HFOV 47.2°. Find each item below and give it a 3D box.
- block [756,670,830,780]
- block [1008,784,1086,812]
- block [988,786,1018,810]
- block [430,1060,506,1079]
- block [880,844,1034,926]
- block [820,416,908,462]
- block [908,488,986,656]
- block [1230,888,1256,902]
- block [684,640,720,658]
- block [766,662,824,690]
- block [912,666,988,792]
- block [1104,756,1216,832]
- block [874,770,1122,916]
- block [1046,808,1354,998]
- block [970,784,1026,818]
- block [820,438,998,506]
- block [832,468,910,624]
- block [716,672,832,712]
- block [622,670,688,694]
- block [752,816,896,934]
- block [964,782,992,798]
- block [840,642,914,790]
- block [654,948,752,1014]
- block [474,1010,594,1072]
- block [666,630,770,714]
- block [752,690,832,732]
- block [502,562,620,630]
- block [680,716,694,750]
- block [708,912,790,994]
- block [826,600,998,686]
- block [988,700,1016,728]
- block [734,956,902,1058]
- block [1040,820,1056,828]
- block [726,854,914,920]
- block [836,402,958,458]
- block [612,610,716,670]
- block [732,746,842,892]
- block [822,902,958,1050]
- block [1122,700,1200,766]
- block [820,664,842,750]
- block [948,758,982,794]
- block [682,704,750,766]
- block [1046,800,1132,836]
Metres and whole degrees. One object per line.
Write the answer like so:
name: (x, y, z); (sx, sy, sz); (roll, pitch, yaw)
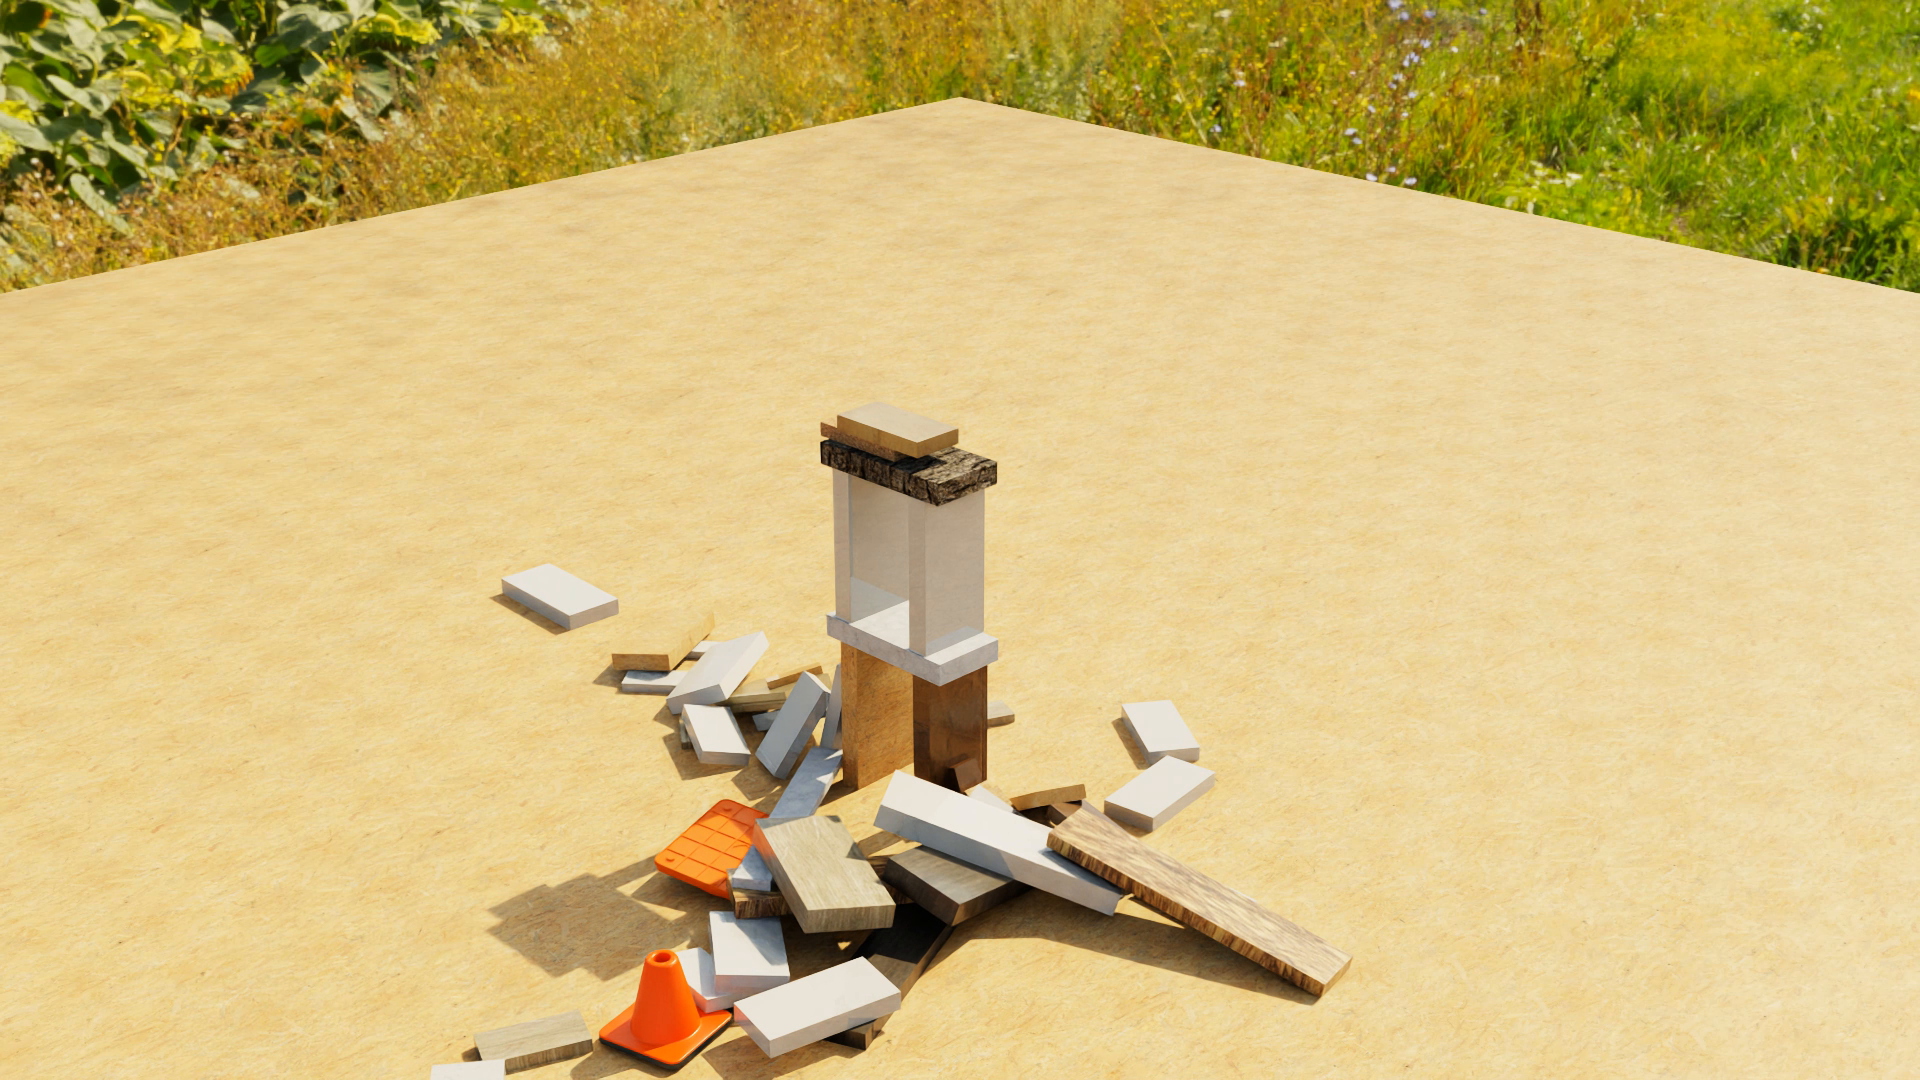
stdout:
block: (-0.347, 0.388, 4.607); (0.029, 0.208, 0.104); (27, 6, -35)
block: (0.169, 0.515, 4.374); (0.102, 0.029, 0.205); (-8, -8, -18)
block: (0.089, 0.550, 4.358); (0.063, 0.018, 0.126); (-24, 65, -42)
block: (-0.796, 0.925, 3.538); (0.118, 0.033, 0.236); (-3, 23, -8)
block: (0.017, 0.617, 4.104); (0.166, 0.047, 0.331); (30, 21, 27)
block: (-0.164, -0.206, 4.305); (0.208, 0.029, 0.104); (21, 30, 40)
block: (-0.025, 0.050, 4.273); (0.046, 0.324, 0.162); (21, 31, 40)
block: (0.446, 0.672, 4.140); (0.203, 0.029, 0.102); (21, 31, 41)
block: (-0.579, 0.257, 5.131); (0.122, 0.017, 0.061); (3, 22, 7)
block: (-0.361, 0.295, 4.785); (0.121, 0.017, 0.061); (-17, 7, -8)
block: (-0.018, 0.397, 4.407); (0.046, 0.327, 0.163); (21, 31, 40)
block: (0.409, 0.517, 4.499); (0.118, 0.033, 0.236); (17, 28, 34)
block: (0.080, 0.569, 4.152); (0.475, 0.047, 0.166); (20, 19, 2)
block: (0.432, 0.658, 4.030); (0.590, 0.032, 0.112); (26, 33, 27)
block: (0.070, 0.540, 4.330); (0.124, 0.018, 0.062); (35, 44, 4)
block: (-0.101, -0.150, 4.271); (0.324, 0.046, 0.162); (21, 31, 40)
block: (-0.177, -0.010, 4.414); (0.162, 0.324, 0.046); (-21, 31, -41)
block: (-0.409, 0.335, 4.803); (0.128, 0.036, 0.256); (-22, 9, -42)
block: (-0.685, 0.320, 4.980); (0.146, 0.021, 0.073); (2, 23, 4)
block: (-0.254, 0.609, 4.040); (0.166, 0.047, 0.331); (0, 22, -23)
block: (0.065, 0.542, 4.378); (0.062, 0.018, 0.124); (-21, 64, -41)
block: (-0.170, 0.338, 4.546); (0.046, 0.327, 0.163); (21, 31, 39)
block: (-0.452, 0.774, 3.872); (0.091, 0.026, 0.183); (-6, 19, -36)
block: (-0.722, 0.851, 3.722); (0.183, 0.026, 0.091); (-9, 25, -21)
block: (-0.543, 0.297, 4.944); (0.140, 0.040, 0.281); (-17, 17, 22)
block: (-0.319, 0.358, 4.727); (0.128, 0.036, 0.256); (-23, 5, -42)
block: (-0.981, 0.137, 5.387); (0.140, 0.040, 0.298); (-20, 30, -39)
block: (-0.574, 0.415, 4.760); (0.061, 0.017, 0.121); (-4, 23, -9)
block: (-0.379, 0.735, 3.924); (0.127, 0.036, 0.255); (3, 15, -10)
block: (-0.097, 0.194, 4.406); (0.327, 0.046, 0.163); (21, 31, 41)
block: (0.039, 0.387, 4.821); (0.146, 0.021, 0.073); (-9, 25, -21)
block: (-0.243, 0.796, 3.754); (0.255, 0.036, 0.127); (-14, 27, -30)
block: (0.188, 0.591, 4.299); (0.063, 0.018, 0.126); (-20, 30, -39)
block: (-0.228, 0.642, 4.106); (0.401, 0.036, 0.127); (-3, 20, -13)
block: (-0.121, -0.215, 4.248); (0.223, 0.032, 0.112); (21, 31, 40)
block: (-0.689, 0.232, 5.122); (0.140, 0.040, 0.281); (0, 19, 16)
block: (-0.328, 0.538, 4.312); (0.073, 0.021, 0.597); (5, 19, 9)
block: (-0.135, 0.765, 3.916); (0.118, 0.033, 0.421); (9, 25, 20)
block: (0.431, 0.414, 4.745); (0.112, 0.032, 0.223); (-4, 23, -10)
block: (-0.221, 0.350, 4.608); (0.036, 0.256, 0.128); (36, 39, 30)
block: (0.020, 0.505, 4.413); (0.062, 0.124, 0.018); (-21, 10, -41)
block: (-0.523, 0.416, 4.704); (0.104, 0.029, 0.208); (6, 22, -21)
block: (0.271, 0.569, 4.227); (0.102, 0.029, 0.203); (-1, 28, -46)
